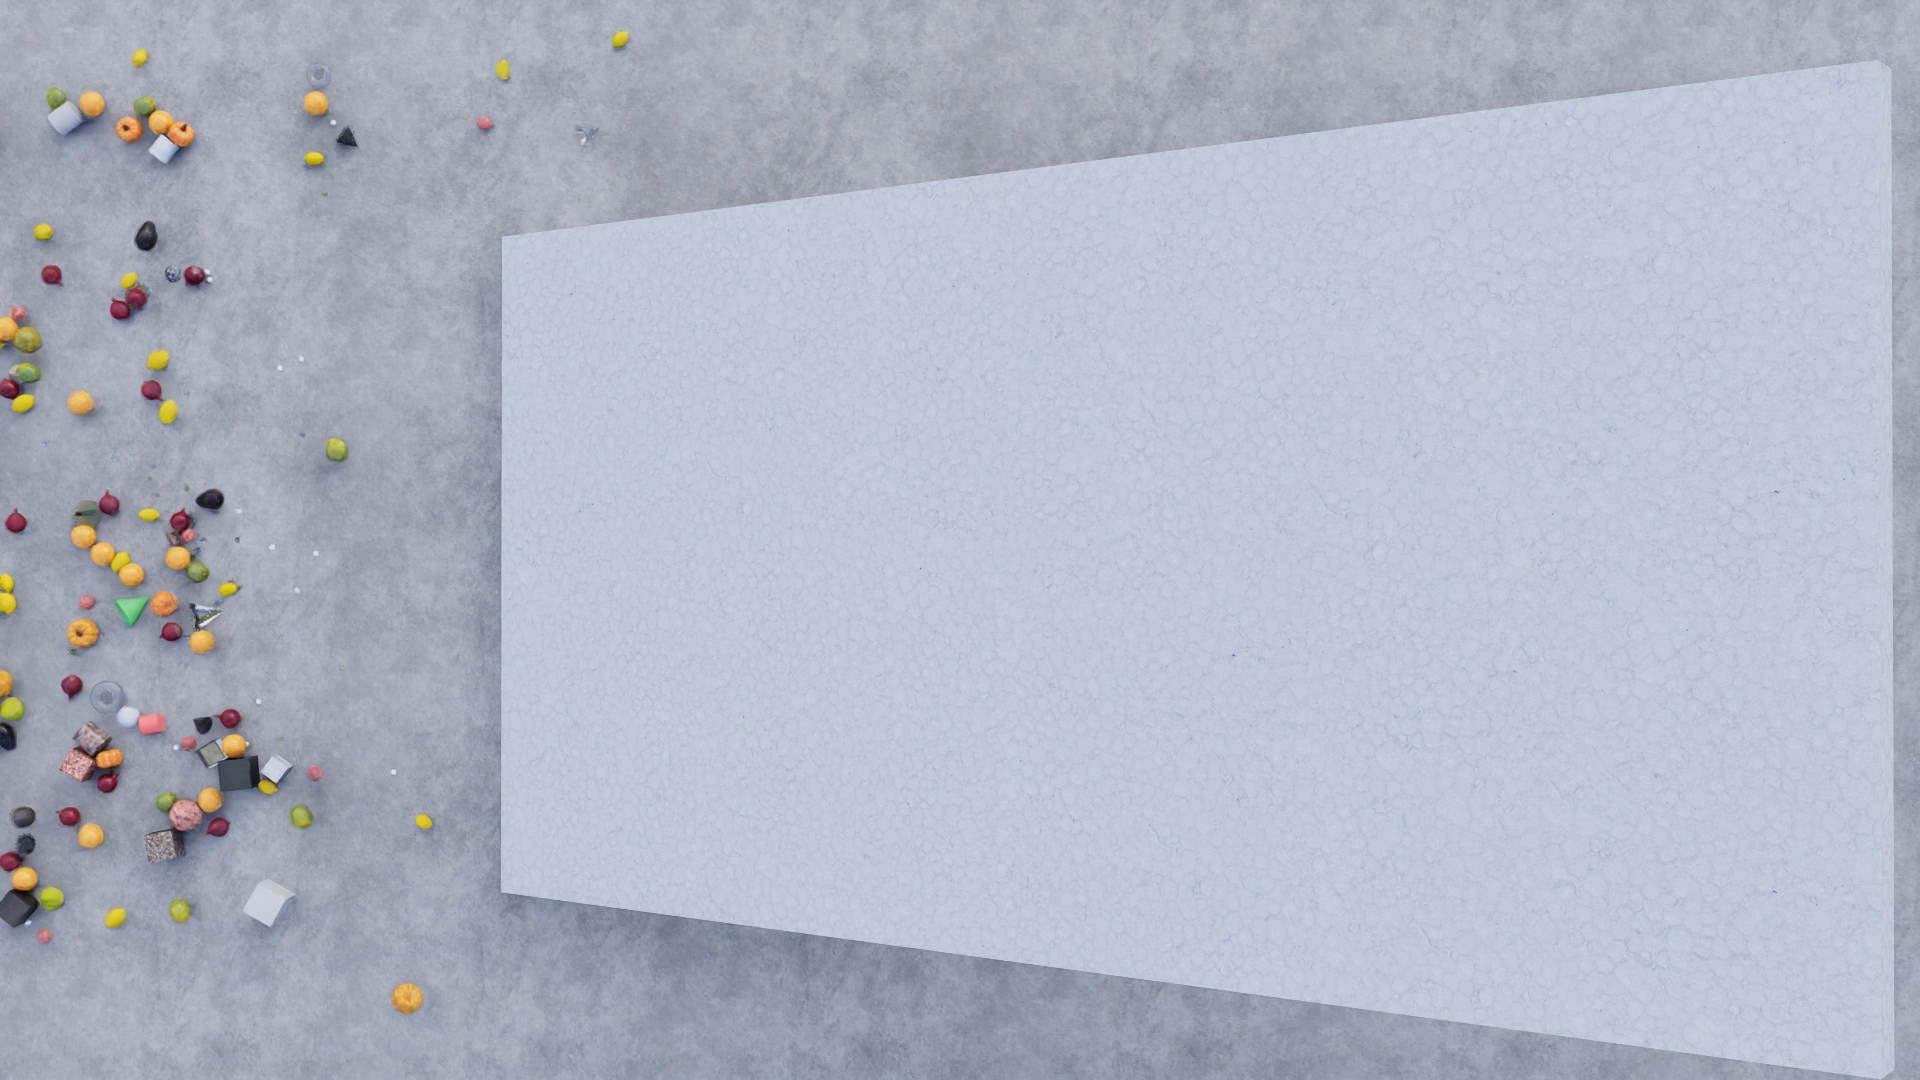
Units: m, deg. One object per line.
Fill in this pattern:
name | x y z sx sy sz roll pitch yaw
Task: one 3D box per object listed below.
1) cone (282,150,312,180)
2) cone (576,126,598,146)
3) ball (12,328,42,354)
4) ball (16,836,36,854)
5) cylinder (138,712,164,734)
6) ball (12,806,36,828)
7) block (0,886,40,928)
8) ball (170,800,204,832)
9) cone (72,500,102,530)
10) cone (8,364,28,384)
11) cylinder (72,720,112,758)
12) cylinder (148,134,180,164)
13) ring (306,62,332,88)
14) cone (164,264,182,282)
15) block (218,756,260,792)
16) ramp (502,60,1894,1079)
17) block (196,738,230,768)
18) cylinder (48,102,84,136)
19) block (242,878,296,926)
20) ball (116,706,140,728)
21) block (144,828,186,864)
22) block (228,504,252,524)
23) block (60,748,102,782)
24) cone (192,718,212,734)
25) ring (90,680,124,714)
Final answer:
cone | -2.029 -1.150 6.785 0.092 0.092 0.092 0 93 5
cone | -1.140 -1.259 6.784 0.067 0.067 0.067 -30 90 -27
ball | -2.865 -0.614 6.754 0.080 0.080 0.080 0 90 0
ball | -2.868 0.937 6.755 0.056 0.056 0.056 0 90 0
cylinder | -2.483 0.564 6.757 0.058 0.058 0.058 -12 90 -3
ball | -2.874 0.850 6.751 0.066 0.066 0.066 0 90 0
block | -2.892 1.125 6.742 0.081 0.081 0.081 40 90 0
ball | -2.370 0.843 6.735 0.098 0.098 0.098 0 90 0
cone | -2.696 -0.079 6.744 0.093 0.093 0.093 0 90 0
cone | -2.910 -0.512 6.764 0.061 0.061 0.061 0 90 0
cylinder | -2.662 0.611 6.746 0.080 0.080 0.080 40 90 0
cylinder | -2.449 -1.204 6.766 0.066 0.066 0.066 39 90 0
ring | -1.979 -1.435 6.788 0.077 0.026 0.077 0 91 0
cone | -2.431 -0.824 6.769 0.054 0.054 0.054 0 90 0
block | -2.209 0.716 6.738 0.094 0.094 0.094 -6 90 0
ramp | 0.233 0.065 5.552 4.000 0.100 2.000 0 89 37
block | -2.293 0.655 6.754 0.064 0.064 0.064 -33 90 0
cylinder | -2.749 -1.297 6.762 0.076 0.076 0.076 -35 90 0
block | -2.115 1.110 6.733 0.097 0.097 0.097 29 90 0
ball | -2.553 0.542 6.752 0.068 0.068 0.068 0 90 0
block | -2.438 0.935 6.741 0.086 0.086 0.086 -10 90 0
block | -2.217 -0.083 6.778 0.059 0.059 0.059 -2 91 0
block | -2.698 0.688 6.748 0.075 0.075 0.075 32 90 0
cone | -2.345 0.561 6.773 0.057 0.057 0.057 22 90 27
ring | -2.624 0.484 6.769 0.107 0.036 0.107 0 89 1
